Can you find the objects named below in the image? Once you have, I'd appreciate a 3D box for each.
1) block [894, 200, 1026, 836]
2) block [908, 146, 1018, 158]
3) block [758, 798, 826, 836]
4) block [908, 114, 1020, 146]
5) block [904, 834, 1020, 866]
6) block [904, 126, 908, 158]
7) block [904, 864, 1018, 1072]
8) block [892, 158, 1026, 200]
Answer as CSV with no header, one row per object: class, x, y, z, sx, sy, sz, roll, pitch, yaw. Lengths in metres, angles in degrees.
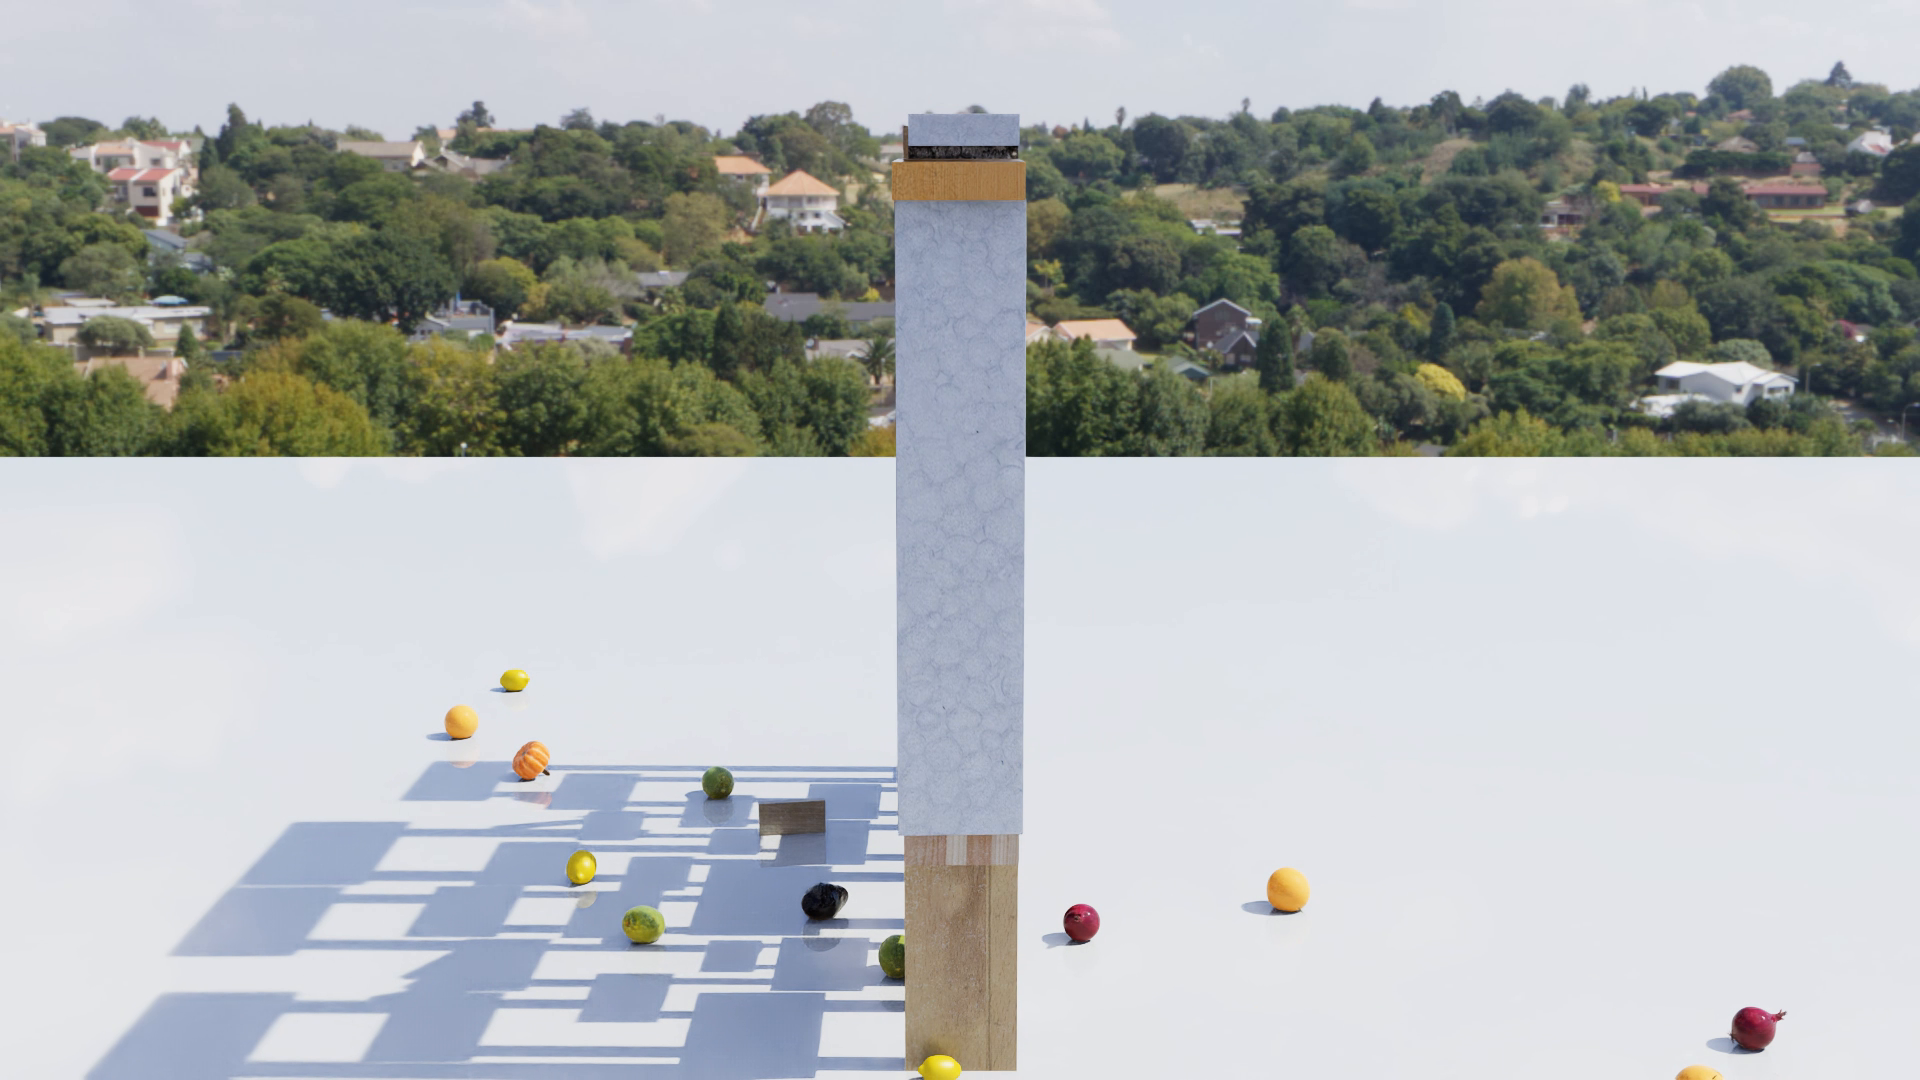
block,0.000,-0.023,2.829,0.164,0.823,0.046,0,10,-2
block,0.005,-0.365,3.237,0.159,0.423,0.045,0,10,0
block,-0.304,0.501,3.982,0.120,0.060,0.017,-2,11,-10
block,0.003,-0.615,3.299,0.159,0.045,0.319,0,11,-1
block,0.000,0.379,3.036,0.151,0.043,0.301,0,11,-1
block,-0.003,-0.659,3.637,0.176,0.050,0.352,0,11,-1
block,0.001,0.567,2.970,0.151,0.301,0.043,0,11,0
block,-0.002,-0.470,2.855,0.164,0.046,0.328,0,11,0
